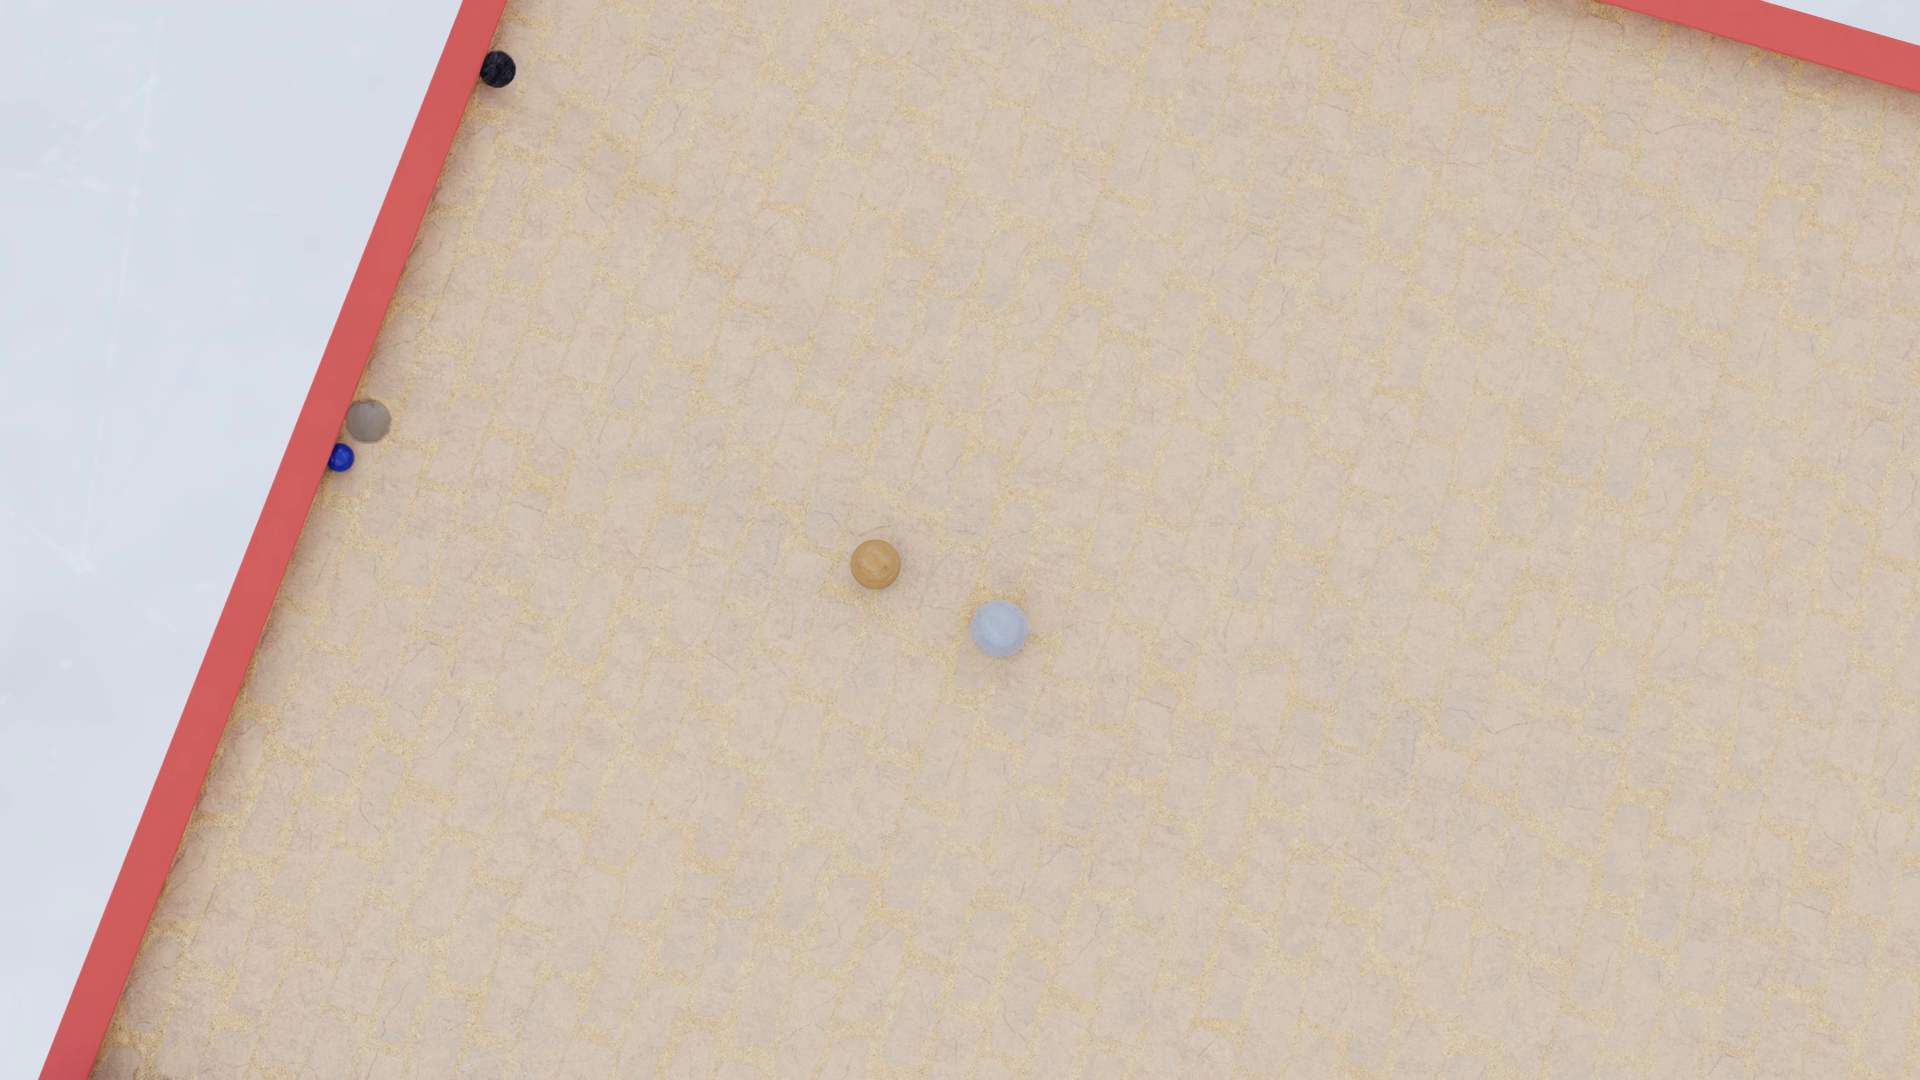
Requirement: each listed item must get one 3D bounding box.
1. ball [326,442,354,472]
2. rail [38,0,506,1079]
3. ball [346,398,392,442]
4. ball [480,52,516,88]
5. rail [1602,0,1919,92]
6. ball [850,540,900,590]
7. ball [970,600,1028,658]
[{"bbox_3d":[-0.945,-0.126,3.349,0.044,0.044,0.044,0,78,0],"label":"ball"},{"bbox_3d":[-0.921,-0.290,3.348,0.045,0.112,2.352,17,78,4],"label":"rail"},{"bbox_3d":[-0.901,-0.182,3.349,0.067,0.067,0.067,0,78,0],"label":"ball"},{"bbox_3d":[-0.731,-0.744,3.476,0.057,0.057,0.057,0,78,0],"label":"ball"},{"bbox_3d":[1.291,-0.787,3.456,3.957,0.112,0.045,17,78,4],"label":"rail"},{"bbox_3d":[-0.127,0.037,3.297,0.076,0.076,0.076,0,78,0],"label":"ball"},{"bbox_3d":[0.059,0.132,3.272,0.086,0.086,0.086,0,78,0],"label":"ball"}]
